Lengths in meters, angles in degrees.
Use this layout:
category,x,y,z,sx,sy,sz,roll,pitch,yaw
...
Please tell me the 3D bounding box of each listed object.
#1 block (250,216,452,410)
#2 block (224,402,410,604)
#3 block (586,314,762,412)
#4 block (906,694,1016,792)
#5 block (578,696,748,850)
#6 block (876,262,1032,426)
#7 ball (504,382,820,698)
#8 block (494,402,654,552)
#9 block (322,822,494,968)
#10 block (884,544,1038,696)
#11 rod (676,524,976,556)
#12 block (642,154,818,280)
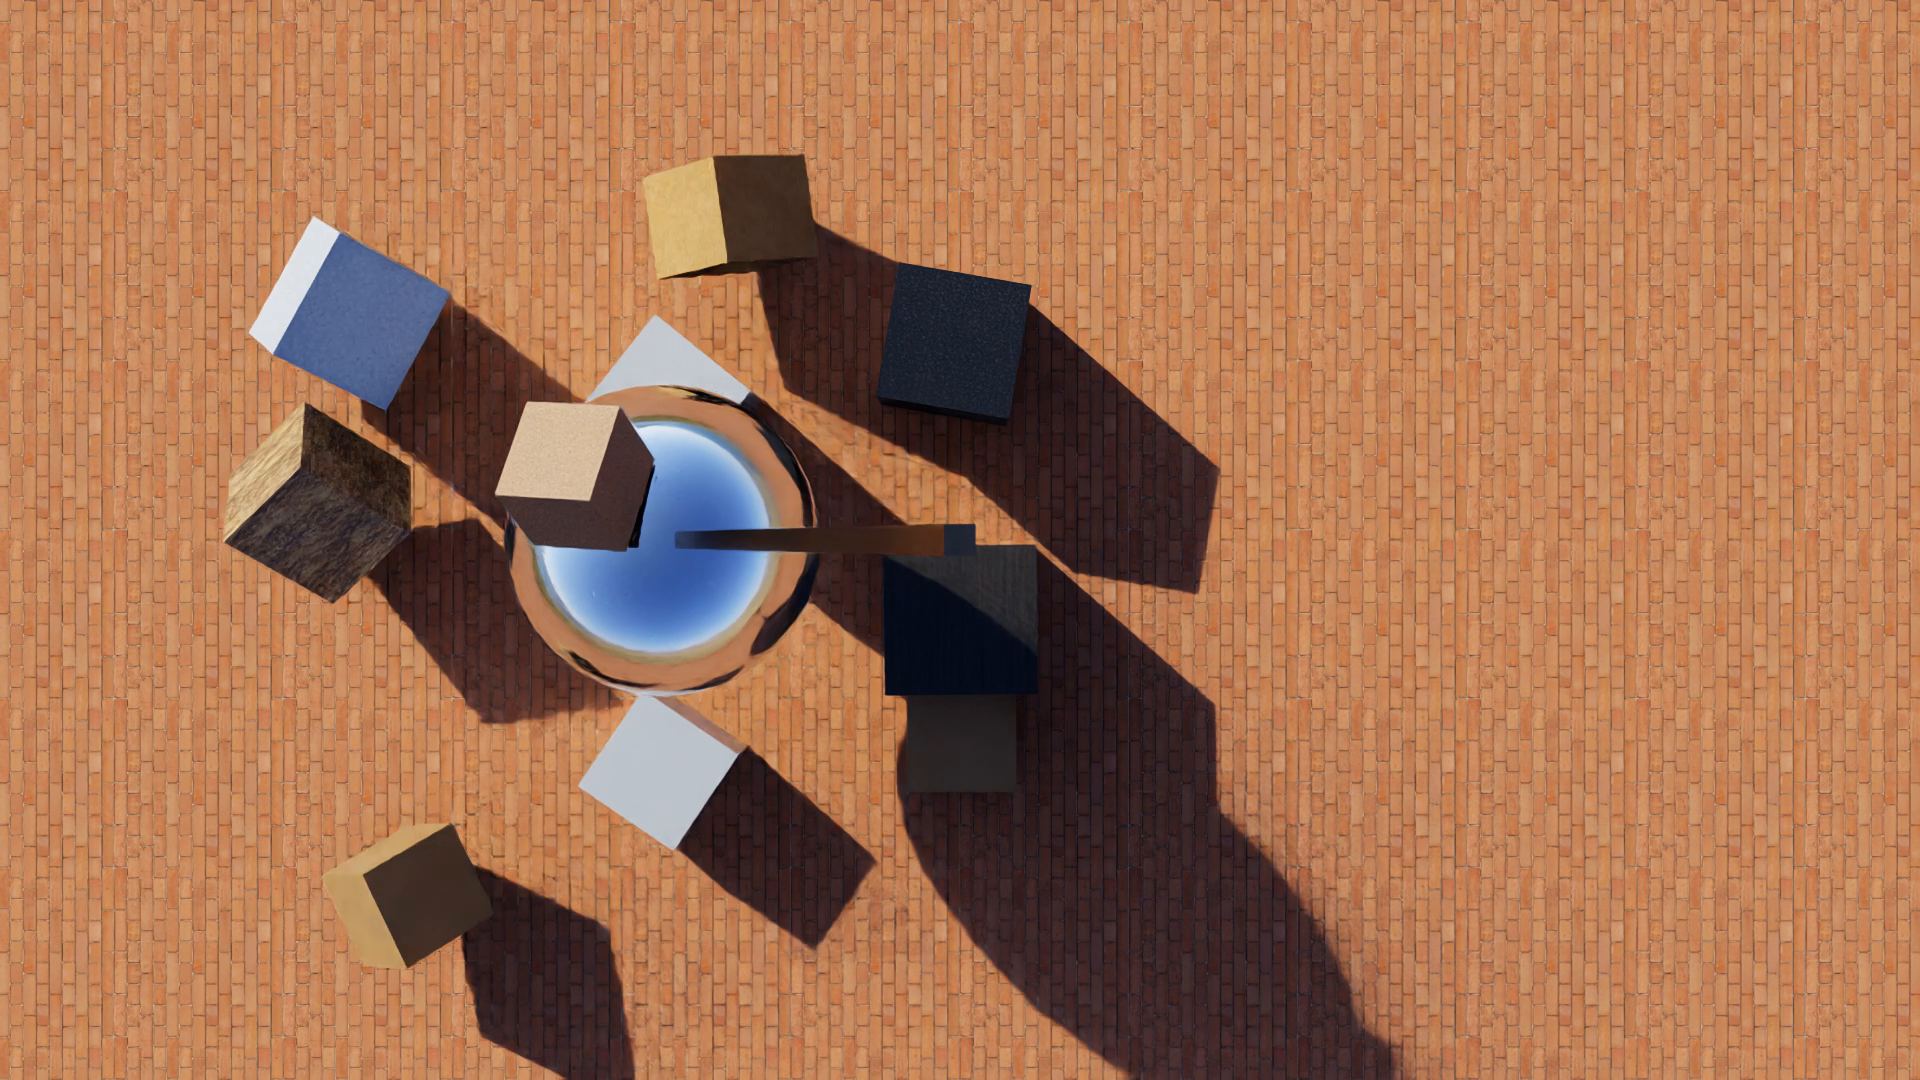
category,x,y,z,sx,sy,sz,roll,pitch,yaw
block,-3.479,-1.295,12.536,0.713,0.631,0.763,29,90,-33
block,-3.622,-0.207,12.435,0.675,0.600,0.737,-39,128,20
block,-1.644,-0.769,12.596,0.676,0.807,0.695,39,90,0
block,0.010,1.146,12.727,0.620,0.547,0.566,0,90,0
block,-1.710,1.306,12.728,0.655,0.544,0.658,34,90,0
block,-0.033,-1.107,12.596,0.748,0.808,0.753,10,90,0
ball,-1.513,0.000,11.225,1.600,1.600,1.600,0,90,0
block,-1.786,-0.295,10.242,0.478,0.464,0.508,4,61,17
block,-3.141,2.018,12.515,0.602,0.562,0.585,-30,102,-38
block,0.003,0.445,12.613,0.851,0.774,0.830,-1,90,0
rod,-0.655,0.000,7.935,0.080,5.200,0.080,0,90,-15
block,-1.301,-1.834,12.483,0.658,0.659,0.580,-11,94,-43
